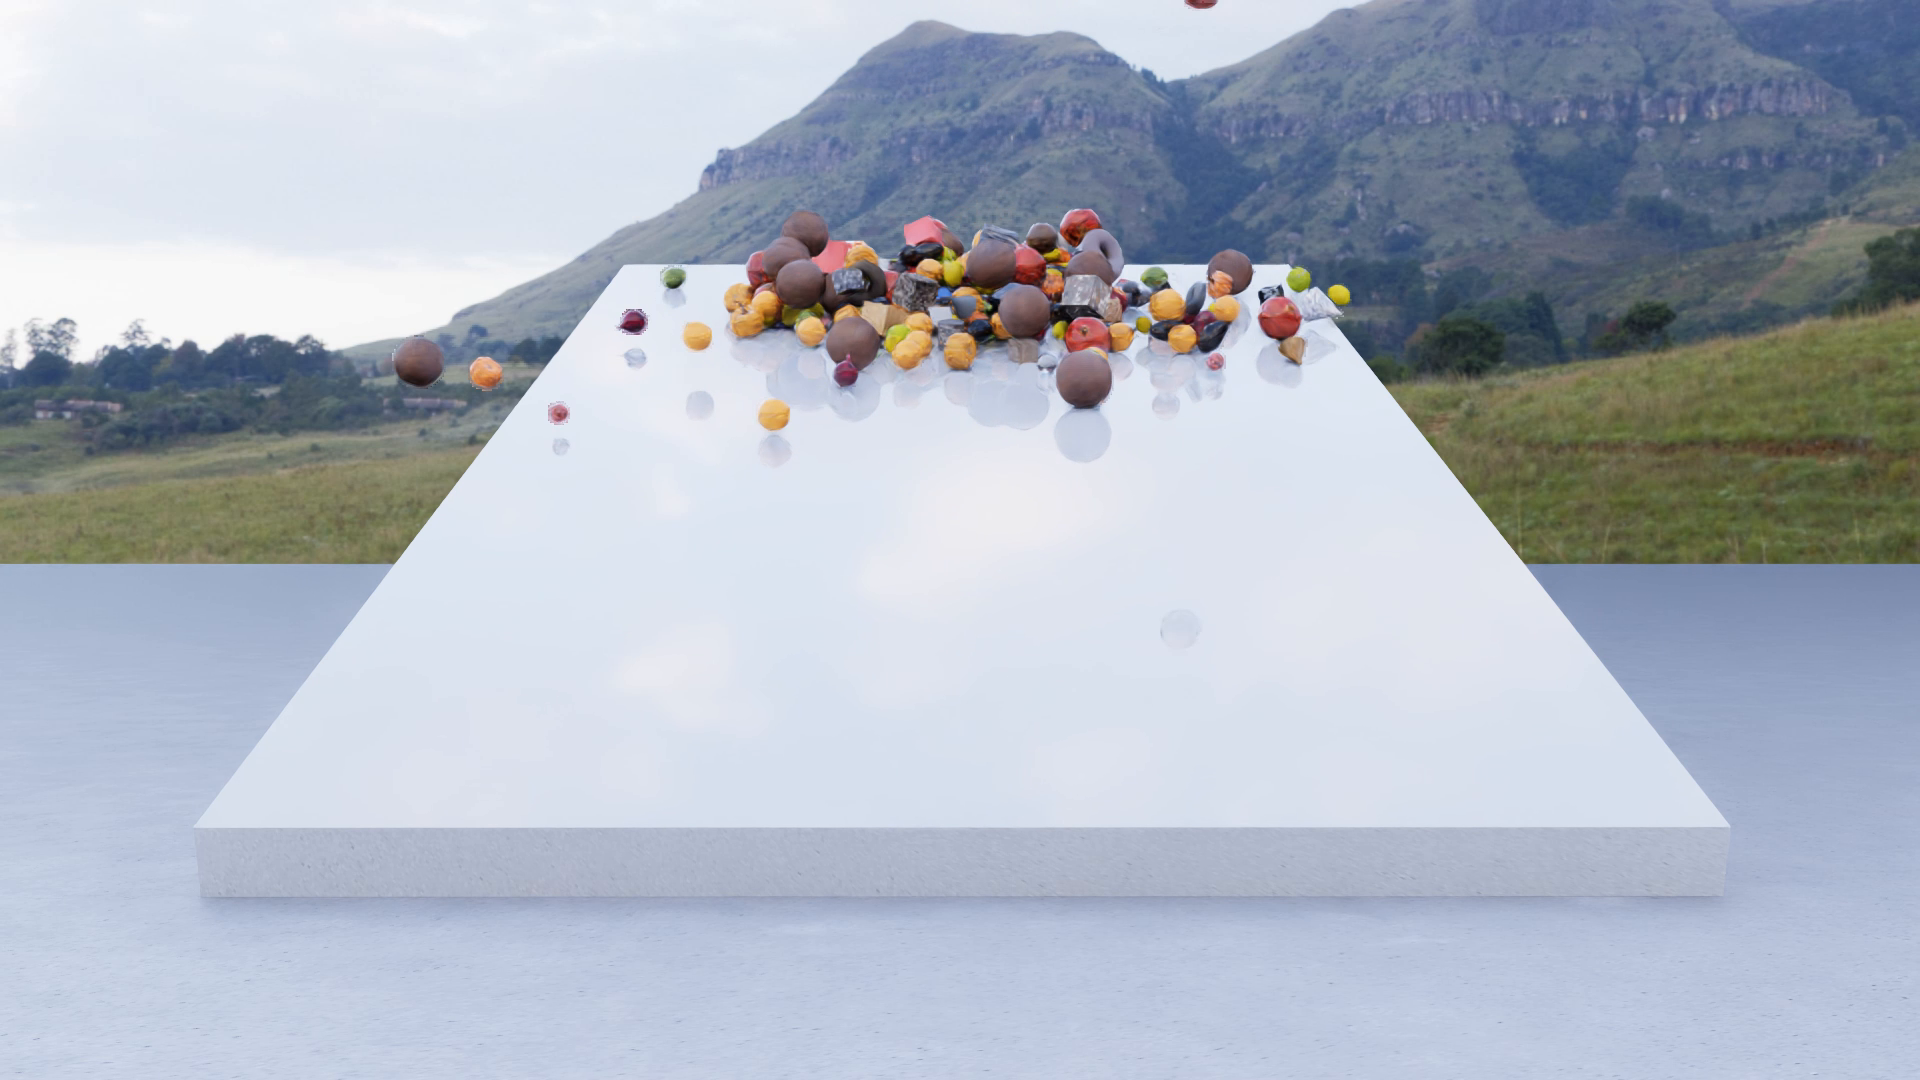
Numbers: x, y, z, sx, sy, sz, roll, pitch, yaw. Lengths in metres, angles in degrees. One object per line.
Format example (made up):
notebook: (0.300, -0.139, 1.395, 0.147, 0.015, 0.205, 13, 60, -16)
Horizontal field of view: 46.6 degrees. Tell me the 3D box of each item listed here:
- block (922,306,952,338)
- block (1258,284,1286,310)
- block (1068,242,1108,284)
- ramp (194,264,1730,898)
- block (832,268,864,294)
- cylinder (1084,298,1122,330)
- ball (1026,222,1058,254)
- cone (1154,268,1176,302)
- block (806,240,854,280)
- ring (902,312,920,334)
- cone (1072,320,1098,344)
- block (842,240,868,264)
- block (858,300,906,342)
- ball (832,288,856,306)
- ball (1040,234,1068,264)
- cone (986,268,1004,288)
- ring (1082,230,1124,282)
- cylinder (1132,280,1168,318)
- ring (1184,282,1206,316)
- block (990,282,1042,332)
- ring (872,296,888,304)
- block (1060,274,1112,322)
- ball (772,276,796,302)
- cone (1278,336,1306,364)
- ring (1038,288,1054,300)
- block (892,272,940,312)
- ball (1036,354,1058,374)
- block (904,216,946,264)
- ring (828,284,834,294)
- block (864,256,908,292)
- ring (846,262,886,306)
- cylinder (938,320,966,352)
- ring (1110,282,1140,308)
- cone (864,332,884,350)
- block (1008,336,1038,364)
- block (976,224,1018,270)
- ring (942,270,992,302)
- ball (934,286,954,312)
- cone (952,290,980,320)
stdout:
block: (-0.057, -0.562, 5.730, 0.057, 0.057, 0.057, -7, -18, -21)
block: (0.845, -0.660, 6.040, 0.051, 0.051, 0.051, -3, 21, 36)
block: (0.361, -0.750, 6.116, 0.100, 0.100, 0.100, 20, 26, 7)
ramp: (-0.003, -0.180, 4.822, 2.000, 0.100, 4.000, 0, 17, 0)
block: (-0.289, -0.667, 5.748, 0.054, 0.054, 0.054, -6, -8, -42)
cylinder: (0.373, -0.590, 5.819, 0.082, 0.082, 0.082, -3, 0, -11)
ball: (0.222, -0.813, 6.012, 0.086, 0.086, 0.086, 0, 0, 0)
cone: (0.560, -0.717, 6.211, 0.090, 0.090, 0.090, 0, 17, 0)
block: (-0.368, -0.790, 6.298, 0.094, 0.094, 0.094, 0, -5, -43)
ring: (-0.146, -0.558, 5.745, 0.094, 0.031, 0.094, -22, -10, -4)
cone: (0.308, -0.541, 5.678, 0.062, 0.062, 0.062, 29, 16, 33)
block: (-0.337, -0.818, 6.521, 0.095, 0.095, 0.095, -12, 21, -33)
block: (-0.198, -0.557, 5.677, 0.079, 0.079, 0.079, 13, 0, 35)
ball: (-0.306, -0.683, 6.107, 0.086, 0.086, 0.086, 0, 0, 0)
ball: (0.266, -0.835, 6.370, 0.090, 0.090, 0.090, 0, 0, 0)
cone: (0.104, -0.715, 5.998, 0.053, 0.053, 0.053, 25, -30, 16)
ring: (0.383, -0.763, 5.986, 0.050, 0.150, 0.150, -19, -13, 40)
cylinder: (0.513, -0.649, 6.006, 0.085, 0.085, 0.085, 0, 17, -7)
ring: (0.597, -0.612, 5.648, 0.030, 0.091, 0.091, 17, -5, -15)
block: (0.148, -0.608, 5.827, 0.090, 0.090, 0.090, 13, 38, 36)
ring: (-0.219, -0.582, 5.767, 0.035, 0.105, 0.105, 29, 7, 13)
block: (0.319, -0.613, 5.642, 0.084, 0.084, 0.084, 0, -23, 34)
ball: (-0.488, -0.693, 6.165, 0.070, 0.070, 0.070, 0, 0, 0)
cone: (0.823, -0.451, 5.454, 0.068, 0.068, 0.068, -10, -39, -8)
ring: (0.226, -0.689, 6.228, 0.075, 0.025, 0.075, 1, 16, 0)
block: (-0.114, -0.638, 5.737, 0.079, 0.079, 0.079, 0, 22, -42)
ball: (0.209, -0.420, 5.335, 0.050, 0.050, 0.050, 0, 0, 0)
block: (-0.099, -0.826, 6.134, 0.080, 0.080, 0.080, -22, -37, 14)
ring: (-0.331, -0.706, 6.279, 0.080, 0.027, 0.080, 0, 18, 0)
block: (-0.209, -0.733, 6.157, 0.086, 0.086, 0.086, 17, 10, 35)
ring: (-0.248, -0.666, 5.801, 0.121, 0.121, 0.040, 0, 15, 18)
cylinder: (-0.022, -0.513, 5.596, 0.070, 0.070, 0.070, 0, 17, 0)
ring: (0.460, -0.675, 6.132, 0.114, 0.038, 0.114, -8, 31, 5)
cone: (-0.207, -0.492, 5.606, 0.050, 0.050, 0.050, 0, -15, 46)
block: (0.155, -0.466, 5.473, 0.054, 0.054, 0.054, -8, 19, -24)
block: (0.102, -0.810, 6.163, 0.094, 0.094, 0.094, 14, 16, -8)
ring: (0.017, -0.703, 6.184, 0.143, 0.048, 0.143, 9, 34, -6)
ball: (-0.057, -0.638, 5.971, 0.083, 0.083, 0.083, 0, 0, 0)
cone: (-0.001, -0.617, 5.982, 0.081, 0.081, 0.081, 0, -13, -37)
